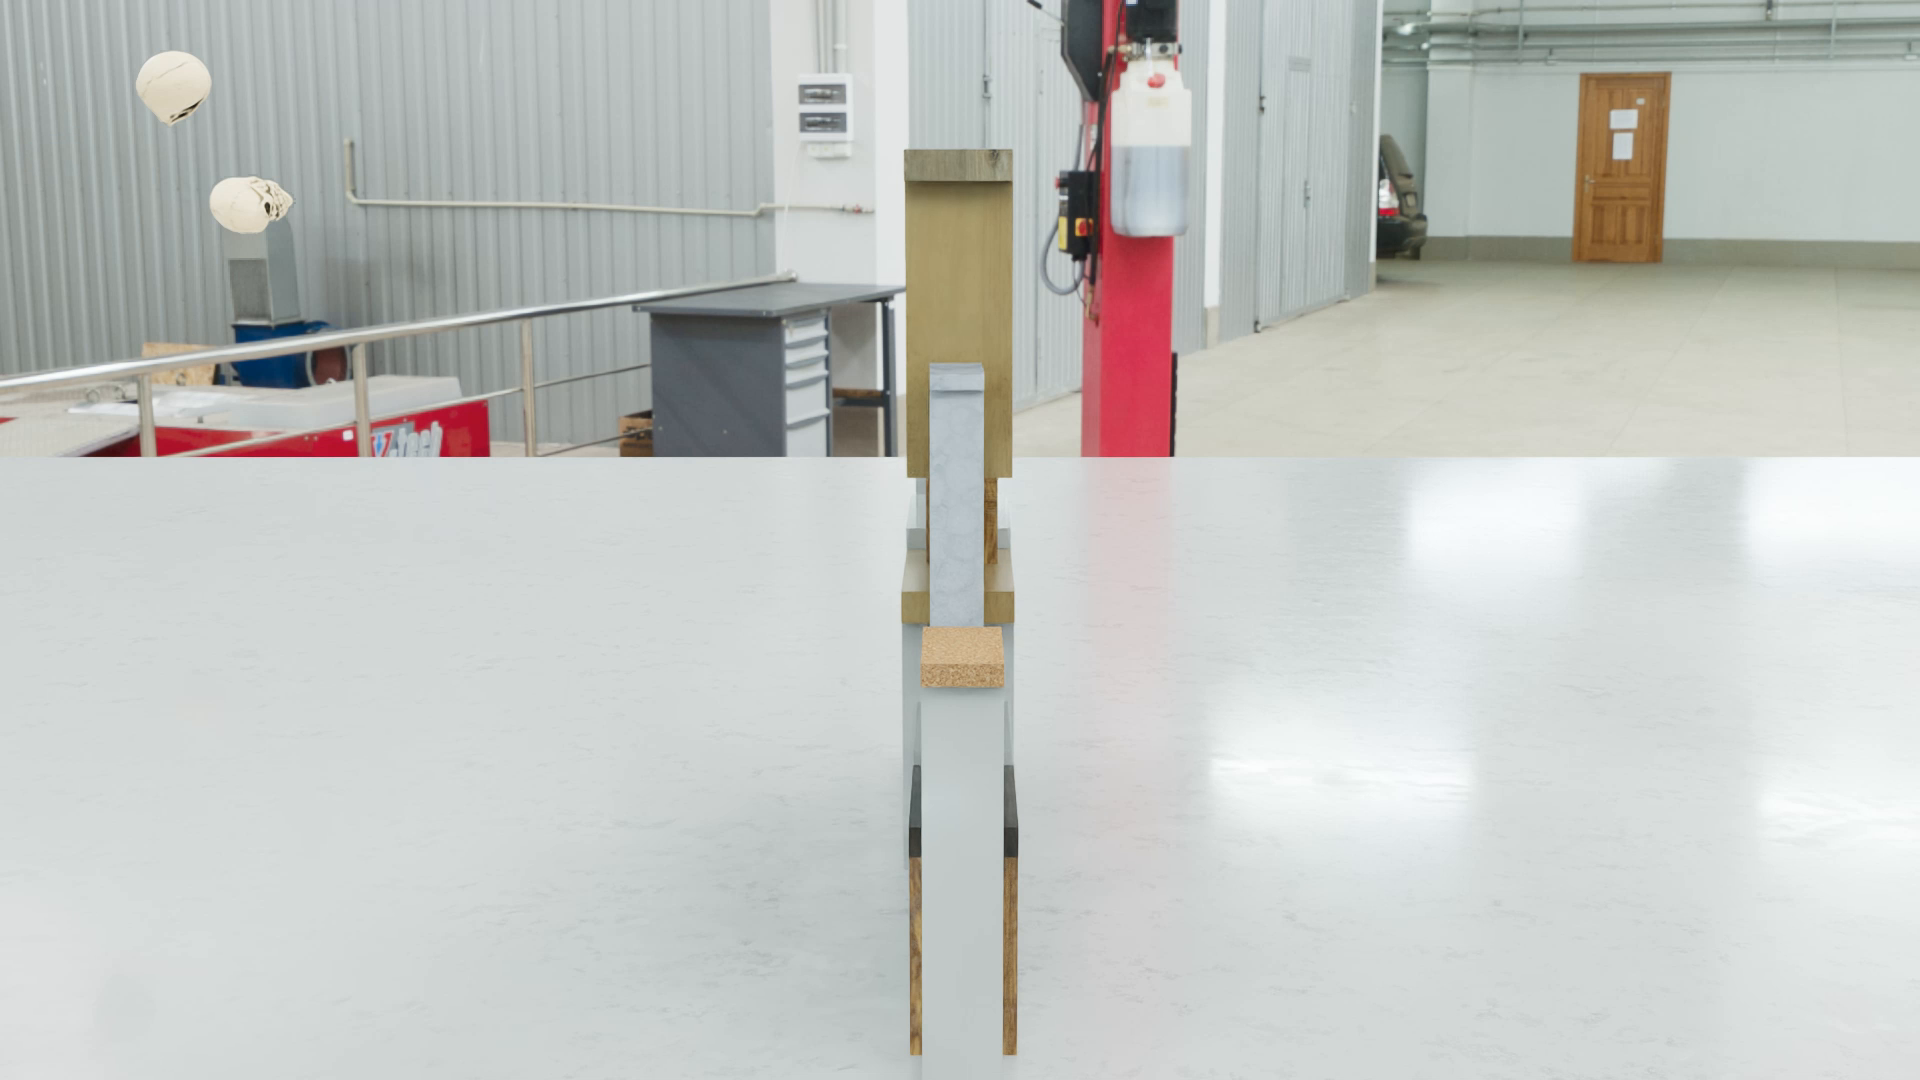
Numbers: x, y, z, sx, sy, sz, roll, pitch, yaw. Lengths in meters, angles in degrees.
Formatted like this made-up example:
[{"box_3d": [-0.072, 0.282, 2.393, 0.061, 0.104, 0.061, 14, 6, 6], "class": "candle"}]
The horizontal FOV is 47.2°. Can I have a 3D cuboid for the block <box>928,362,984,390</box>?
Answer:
[{"box_3d": [-0.005, -0.226, 3.040, 0.074, 0.021, 0.148, 0, 11, -1], "class": "block"}]

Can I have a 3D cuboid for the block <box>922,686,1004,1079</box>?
[{"box_3d": [0.003, 0.452, 2.904, 0.107, 0.550, 0.030, 0, 11, 0], "class": "block"}]

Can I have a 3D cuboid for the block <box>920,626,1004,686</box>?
[{"box_3d": [0.003, 0.154, 2.921, 0.107, 0.030, 0.214, 0, 11, 0], "class": "block"}]

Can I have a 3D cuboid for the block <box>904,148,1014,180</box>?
[{"box_3d": [-0.002, -0.551, 3.216, 0.153, 0.043, 0.305, 0, 10, 0], "class": "block"}]

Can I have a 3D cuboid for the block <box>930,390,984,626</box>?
[{"box_3d": [-0.005, 0.074, 3.045, 0.074, 0.571, 0.021, 0, 11, 0], "class": "block"}]

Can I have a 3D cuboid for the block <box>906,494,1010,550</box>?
[{"box_3d": [-0.002, -0.026, 3.678, 0.167, 0.047, 0.335, 0, 11, 0], "class": "block"}]

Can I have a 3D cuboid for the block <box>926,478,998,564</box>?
[{"box_3d": [0.003, -0.090, 3.384, 0.109, 0.252, 0.031, 0, 10, 0], "class": "block"}]

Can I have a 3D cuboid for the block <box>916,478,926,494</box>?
[{"box_3d": [-0.005, -0.143, 4.110, 0.154, 0.879, 0.044, 0, 10, 0], "class": "block"}]

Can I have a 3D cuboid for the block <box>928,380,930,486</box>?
[{"box_3d": [-0.007, -0.152, 3.104, 0.074, 0.148, 0.021, 0, 10, 0], "class": "block"}]

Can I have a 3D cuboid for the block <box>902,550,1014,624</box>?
[{"box_3d": [-0.003, 0.068, 3.352, 0.165, 0.047, 0.329, 0, 10, 0], "class": "block"}]

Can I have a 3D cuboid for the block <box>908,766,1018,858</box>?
[{"box_3d": [0.005, 0.378, 3.087, 0.147, 0.042, 0.294, 0, 11, 0], "class": "block"}]

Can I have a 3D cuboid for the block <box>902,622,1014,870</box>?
[{"box_3d": [-0.003, 0.300, 3.283, 0.165, 0.385, 0.047, 0, 10, 0], "class": "block"}]

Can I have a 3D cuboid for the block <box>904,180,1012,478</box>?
[{"box_3d": [-0.001, -0.302, 3.158, 0.153, 0.424, 0.043, 0, 10, 0], "class": "block"}]

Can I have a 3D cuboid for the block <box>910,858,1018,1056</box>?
[{"box_3d": [0.005, 0.561, 3.021, 0.147, 0.294, 0.042, 0, 11, 0], "class": "block"}]
